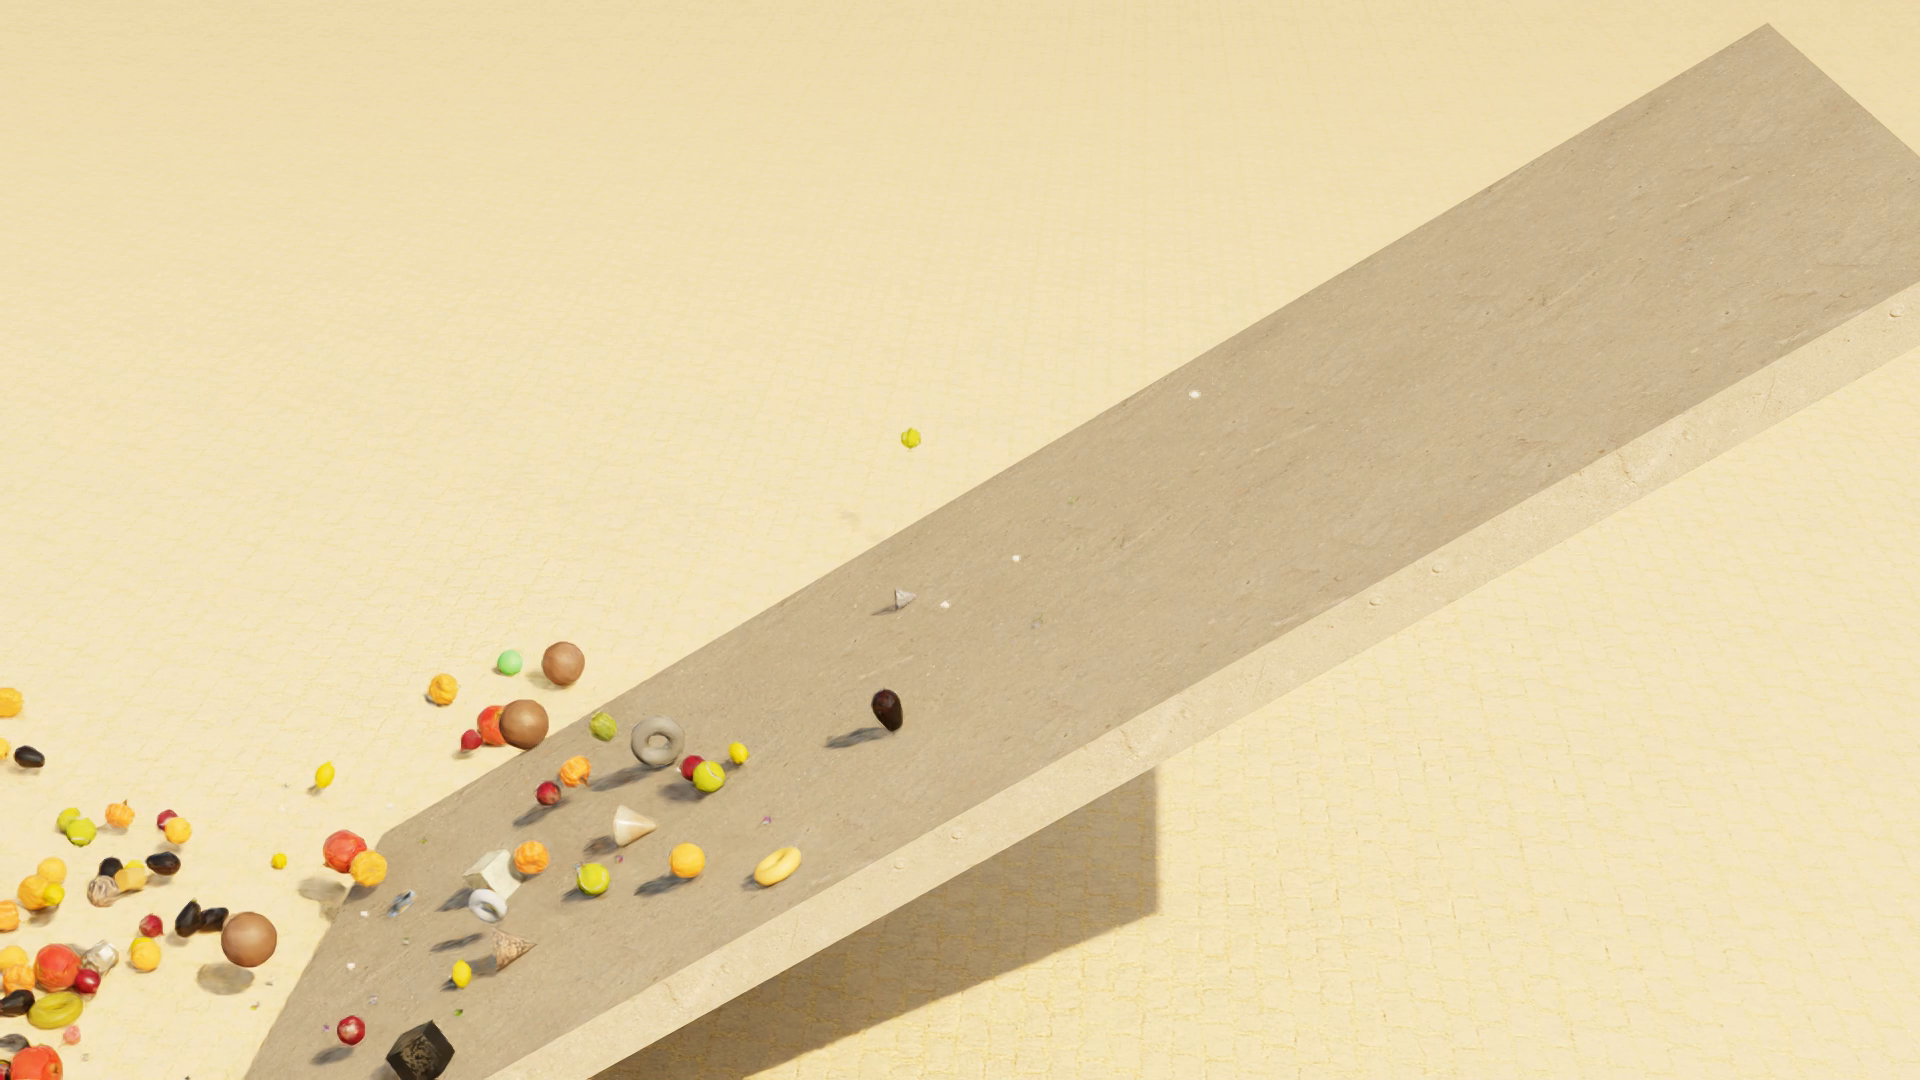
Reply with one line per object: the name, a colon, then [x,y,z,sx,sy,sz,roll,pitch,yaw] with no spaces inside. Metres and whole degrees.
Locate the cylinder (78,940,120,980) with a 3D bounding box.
cylinder: [-2.082,1.016,7.107,0.070,0.070,0.070,10,30,25]

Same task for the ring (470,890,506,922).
ring: [-1.007,0.780,6.271,0.086,0.086,0.029,7,37,18]

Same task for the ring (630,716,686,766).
ring: [-0.685,0.456,6.661,0.126,0.126,0.042,-3,27,-8]

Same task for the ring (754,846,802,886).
ring: [-0.348,0.625,5.633,0.101,0.034,0.101,-31,14,9]

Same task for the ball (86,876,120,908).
ball: [-2.008,0.825,6.889,0.077,0.077,0.077,0,20,0]

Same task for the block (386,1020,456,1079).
block: [-1.065,1.017,5.811,0.082,0.082,0.082,-28,16,22]

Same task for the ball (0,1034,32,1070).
ball: [-2.147,1.160,6.667,0.083,0.083,0.083,0,20,0]

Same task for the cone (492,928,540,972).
cone: [-0.921,0.846,6.125,0.092,0.092,0.092,-8,21,-6]

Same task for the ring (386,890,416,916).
ring: [-1.320,0.858,6.950,0.083,0.028,0.083,-35,13,10]

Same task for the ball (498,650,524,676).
ball: [-1.362,0.372,8.910,0.077,0.077,0.077,0,20,0]

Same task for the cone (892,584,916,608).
cone: [-0.118,0.131,6.711,0.055,0.055,0.055,12,15,-22]

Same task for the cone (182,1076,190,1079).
cone: [-1.722,1.210,6.536,0.067,0.067,0.067,19,35,-14]

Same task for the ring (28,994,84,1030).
ring: [-2.128,1.108,6.921,0.128,0.043,0.128,-5,21,2]

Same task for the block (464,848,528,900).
block: [-1.040,0.753,6.581,0.084,0.084,0.084,-15,24,50]

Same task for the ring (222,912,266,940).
ring: [-1.783,0.962,7.326,0.106,0.035,0.106,9,20,-3]

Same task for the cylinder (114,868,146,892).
cylinder: [-2.118,0.866,7.511,0.055,0.055,0.055,13,8,32]

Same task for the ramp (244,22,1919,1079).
ramp: [0.140,0.170,6.292,4.000,0.100,2.000,-30,15,13]
